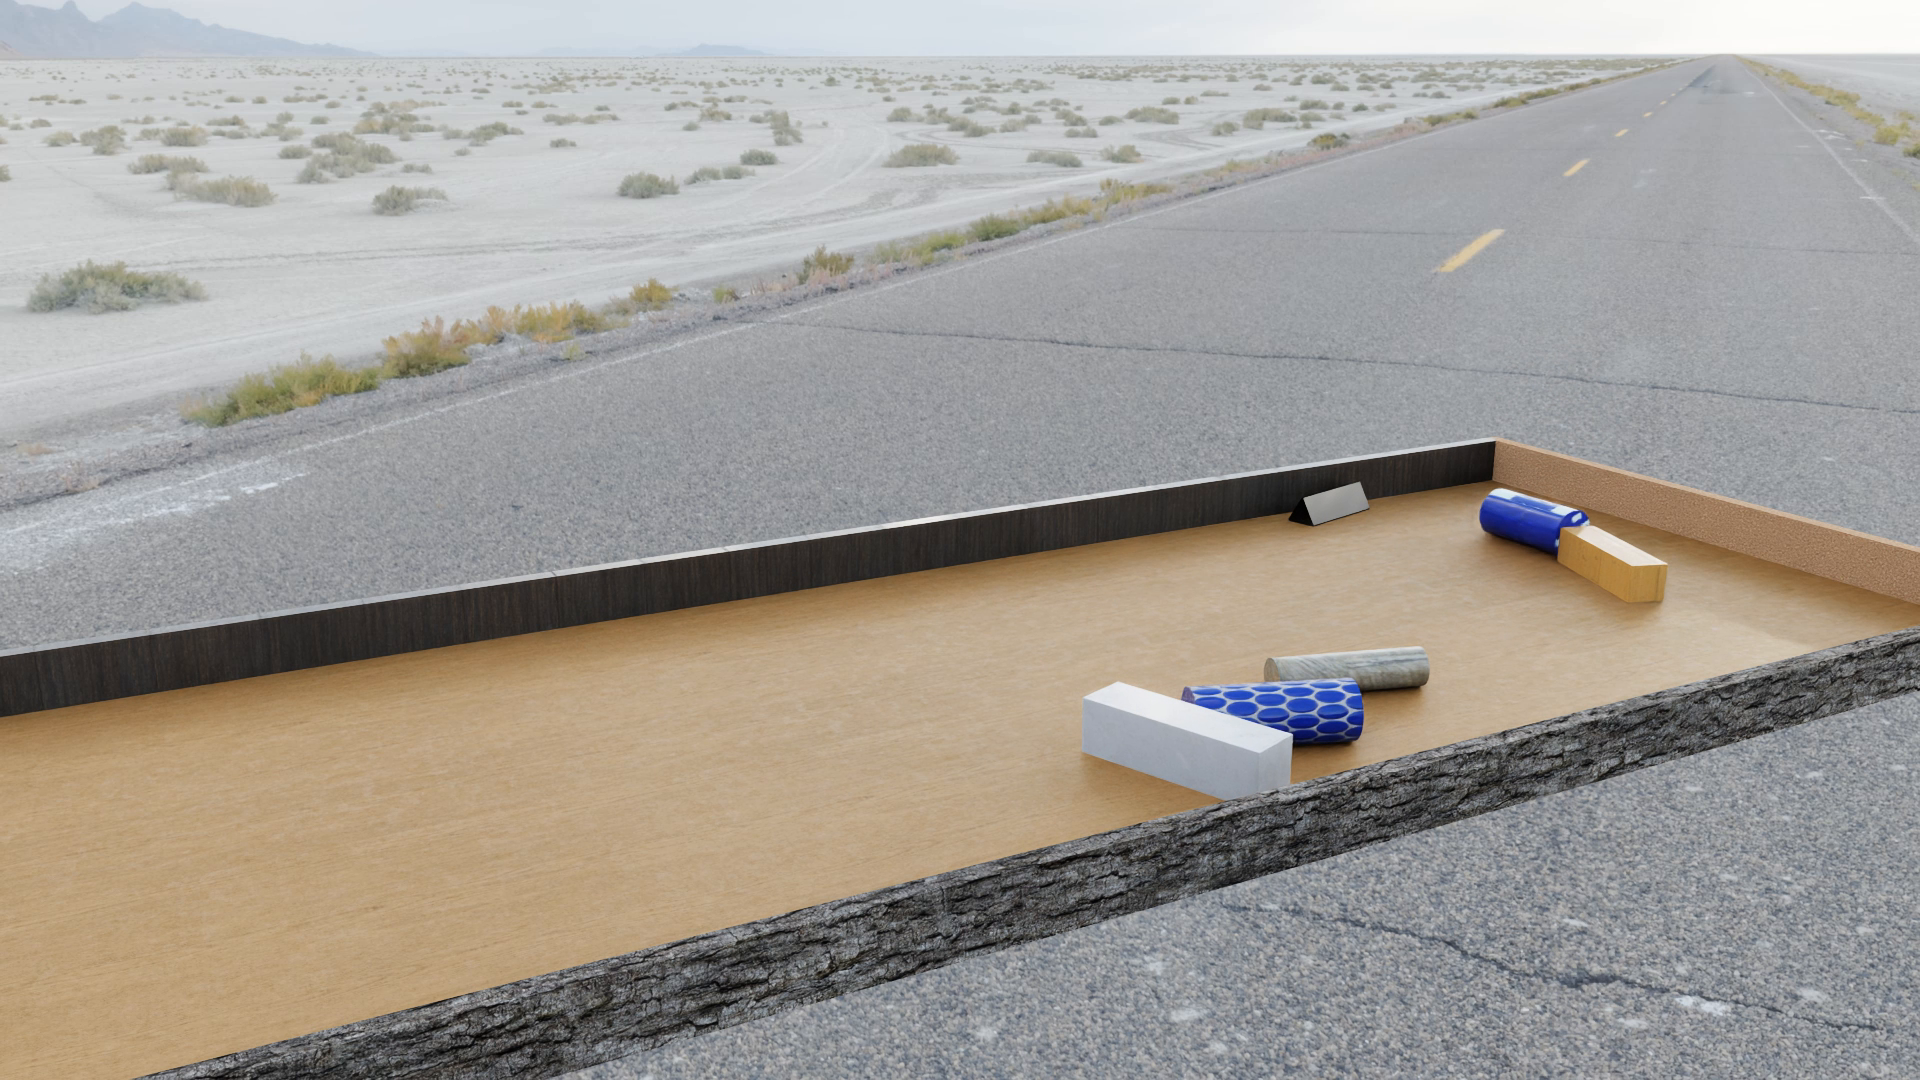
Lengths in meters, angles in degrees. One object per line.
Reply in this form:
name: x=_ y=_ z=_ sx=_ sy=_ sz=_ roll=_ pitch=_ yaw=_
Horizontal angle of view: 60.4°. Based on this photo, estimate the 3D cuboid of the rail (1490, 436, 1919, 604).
rail: x=2.466 y=-0.048 z=5.253 sx=0.050 sy=0.150 sz=2.100 roll=-9 pitch=18 yaw=-27

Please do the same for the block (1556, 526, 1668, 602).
block: x=1.943 y=0.067 z=4.930 sx=0.110 sy=0.110 sz=0.410 roll=-3 pitch=17 yaw=-9

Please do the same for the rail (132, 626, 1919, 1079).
rail: x=-2.336 y=1.006 z=1.665 sx=12.000 sy=0.150 sz=0.050 roll=-9 pitch=18 yaw=-27

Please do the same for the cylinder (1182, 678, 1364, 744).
cylinder: x=0.707 y=0.395 z=3.752 sx=0.384 sy=0.145 sz=0.145 roll=-2 pitch=17 yaw=-8

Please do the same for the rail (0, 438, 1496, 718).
rail: x=-3.305 y=0.497 z=3.399 sx=12.000 sy=0.150 sz=0.050 roll=-9 pitch=18 yaw=-27

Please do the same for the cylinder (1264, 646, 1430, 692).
cylinder: x=0.953 y=0.326 z=4.068 sx=0.393 sy=0.100 sz=0.100 roll=-4 pitch=17 yaw=-12

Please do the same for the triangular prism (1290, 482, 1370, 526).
triangular prism: x=1.265 y=-0.130 z=5.633 sx=0.326 sy=0.088 sz=0.102 roll=-14 pitch=22 yaw=-40

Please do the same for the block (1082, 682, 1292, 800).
block: x=0.490 y=0.445 z=3.608 sx=0.459 sy=0.132 sz=0.132 roll=14 pitch=22 yaw=40

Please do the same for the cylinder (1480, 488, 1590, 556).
cylinder: x=1.833 y=-0.055 z=5.270 sx=0.154 sy=0.154 sz=0.310 roll=-9 pitch=19 yaw=-28
